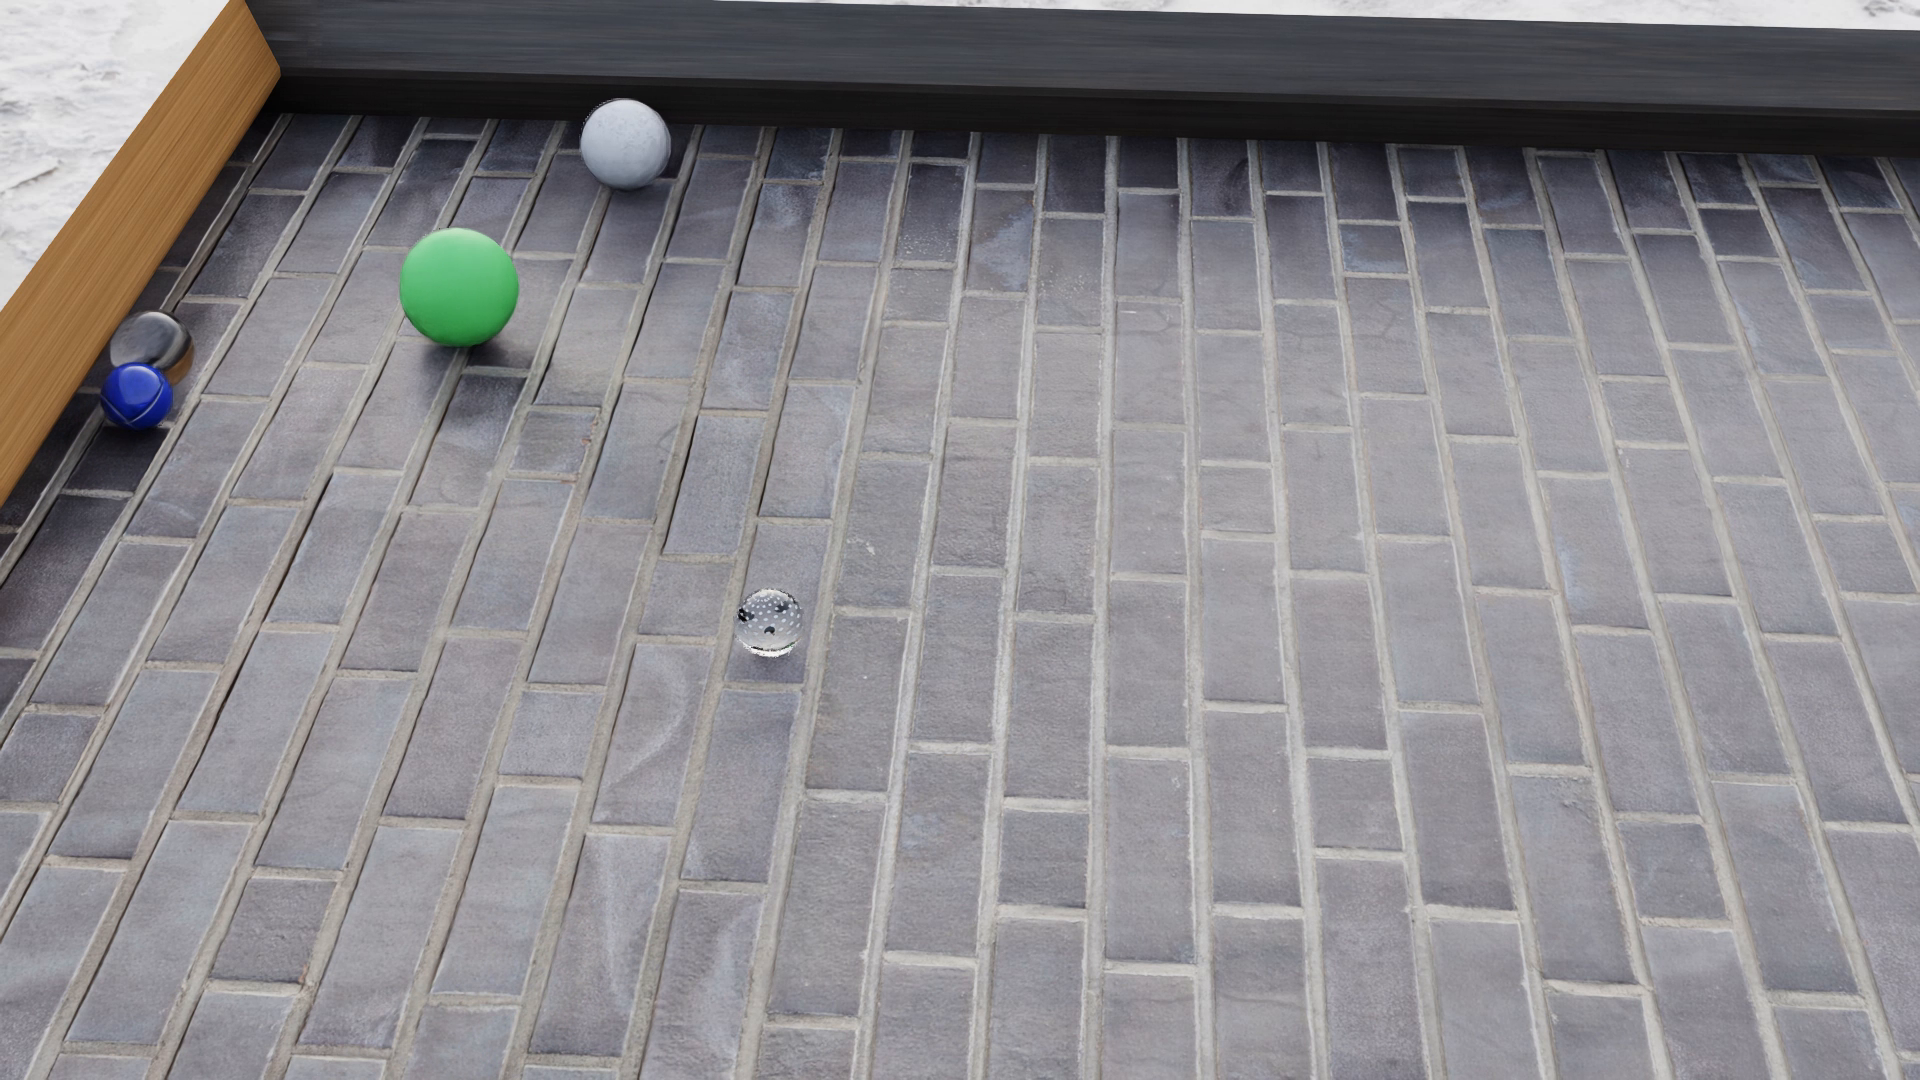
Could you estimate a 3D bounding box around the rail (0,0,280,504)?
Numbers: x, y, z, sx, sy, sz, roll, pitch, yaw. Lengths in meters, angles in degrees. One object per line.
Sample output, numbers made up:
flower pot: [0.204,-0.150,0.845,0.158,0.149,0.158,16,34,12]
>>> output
rail: [-0.713,-0.050,1.880,0.045,0.128,1.480,2,35,3]

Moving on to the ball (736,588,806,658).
ball: [-0.133,0.058,1.797,0.049,0.049,0.049,0,35,0]

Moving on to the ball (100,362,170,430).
ball: [-0.655,-0.114,2.037,0.054,0.054,0.054,0,35,0]

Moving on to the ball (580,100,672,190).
ball: [-0.309,-0.365,2.371,0.083,0.083,0.083,0,35,0]

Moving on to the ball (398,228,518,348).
ball: [-0.417,-0.210,2.136,0.098,0.098,0.098,0,35,0]

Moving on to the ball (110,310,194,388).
ball: [-0.656,-0.154,2.084,0.066,0.066,0.066,0,35,0]

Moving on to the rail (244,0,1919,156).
rail: [0.781,-0.409,2.392,2.953,0.128,0.045,2,35,3]
